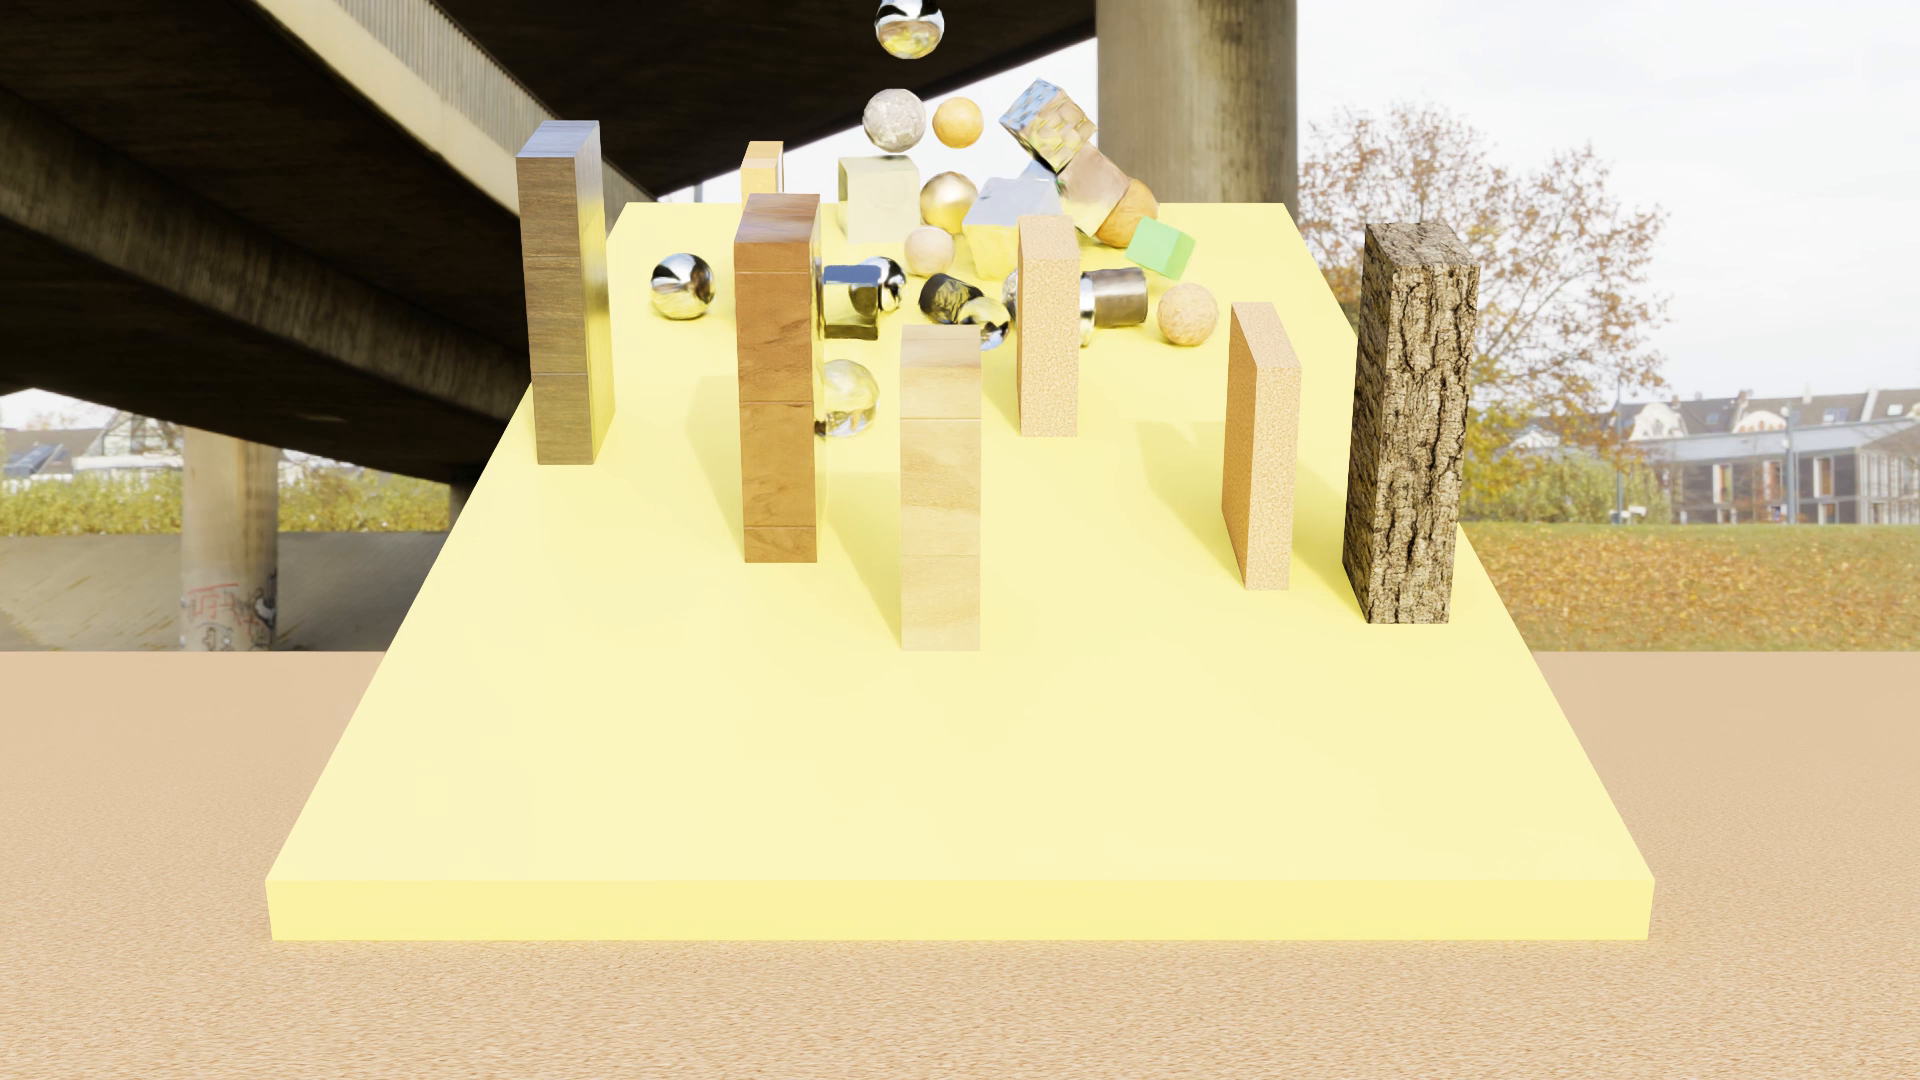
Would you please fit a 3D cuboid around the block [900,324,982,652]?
[{"bbox_3d":[-0.033,-0.093,4.045,0.137,0.521,0.247,0,22,0],"label":"block"}]

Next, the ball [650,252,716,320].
[{"bbox_3d":[-0.705,-0.647,5.859,0.169,0.169,0.169,0,-3,0],"label":"ball"}]

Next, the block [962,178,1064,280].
[{"bbox_3d":[0.152,-0.832,6.172,0.194,0.194,0.194,7,-40,27],"label":"block"}]

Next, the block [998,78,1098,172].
[{"bbox_3d":[0.239,-1.131,6.266,0.163,0.163,0.163,42,1,-30],"label":"block"}]

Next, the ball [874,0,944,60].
[{"bbox_3d":[-0.141,-1.430,6.384,0.191,0.191,0.191,0,-3,0],"label":"ball"}]

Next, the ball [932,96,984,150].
[{"bbox_3d":[-0.005,-1.215,6.707,0.151,0.151,0.151,0,-3,0],"label":"ball"}]

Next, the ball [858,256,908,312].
[{"bbox_3d":[-0.209,-0.657,5.915,0.147,0.147,0.147,0,-3,0],"label":"ball"}]

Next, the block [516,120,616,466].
[{"bbox_3d":[-0.838,-0.532,4.926,0.119,0.662,0.349,0,22,0],"label":"block"}]

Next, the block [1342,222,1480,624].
[{"bbox_3d":[0.806,-0.210,4.147,0.147,0.665,0.285,0,22,0],"label":"block"}]

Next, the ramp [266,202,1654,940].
[{"bbox_3d":[-0.007,-0.222,5.180,2.000,0.100,4.000,0,22,0],"label":"ramp"}]

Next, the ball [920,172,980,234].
[{"bbox_3d":[-0.029,-0.963,6.582,0.179,0.179,0.179,0,-3,0],"label":"ball"}]

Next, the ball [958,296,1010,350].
[{"bbox_3d":[0.056,-0.502,5.341,0.125,0.125,0.125,0,-3,0],"label":"ball"}]

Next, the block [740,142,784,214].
[{"bbox_3d":[-0.481,-0.727,5.680,0.082,0.454,0.288,0,22,0],"label":"block"}]

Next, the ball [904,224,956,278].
[{"bbox_3d":[-0.083,-0.783,6.230,0.141,0.141,0.141,0,-3,0],"label":"ball"}]

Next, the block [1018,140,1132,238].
[{"bbox_3d":[0.315,-0.991,6.380,0.194,0.194,0.194,37,2,-30],"label":"block"}]

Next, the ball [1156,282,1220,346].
[{"bbox_3d":[0.561,-0.555,5.661,0.154,0.154,0.154,0,-3,0],"label":"ball"}]

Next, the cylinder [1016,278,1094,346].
[{"bbox_3d":[0.233,-0.560,5.647,0.167,0.167,0.167,-1,-2,-6],"label":"cylinder"}]

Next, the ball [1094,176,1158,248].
[{"bbox_3d":[0.459,-0.927,6.507,0.200,0.200,0.200,0,-3,0],"label":"ball"}]

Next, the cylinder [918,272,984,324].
[{"bbox_3d":[-0.021,-0.599,5.796,0.117,0.117,0.117,28,15,37],"label":"cylinder"}]

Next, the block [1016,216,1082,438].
[{"bbox_3d":[0.195,-0.484,5.156,0.123,0.403,0.377,0,22,0],"label":"block"}]

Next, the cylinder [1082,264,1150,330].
[{"bbox_3d":[0.387,-0.612,5.802,0.144,0.144,0.144,10,-5,-15],"label":"cylinder"}]

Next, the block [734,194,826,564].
[{"bbox_3d":[-0.342,-0.317,4.450,0.138,0.628,0.373,0,22,0],"label":"block"}]

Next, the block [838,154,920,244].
[{"bbox_3d":[-0.235,-0.983,6.633,0.206,0.206,0.206,-4,23,-10],"label":"block"}]

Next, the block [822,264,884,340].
[{"bbox_3d":[-0.270,-0.594,5.751,0.143,0.143,0.143,1,27,3],"label":"block"}]

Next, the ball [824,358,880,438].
[{"bbox_3d":[-0.259,-0.311,5.037,0.171,0.171,0.171,0,-3,0],"label":"ball"}]

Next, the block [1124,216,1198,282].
[{"bbox_3d":[0.523,-0.759,6.001,0.119,0.119,0.119,27,7,26],"label":"block"}]

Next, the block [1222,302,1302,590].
[{"bbox_3d":[0.571,-0.186,4.388,0.080,0.435,0.415,0,22,0],"label":"block"}]

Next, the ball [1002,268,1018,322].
[{"bbox_3d":[0.184,-0.617,5.803,0.160,0.160,0.160,0,-3,0],"label":"ball"}]

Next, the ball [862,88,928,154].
[{"bbox_3d":[-0.187,-1.204,6.604,0.185,0.185,0.185,0,-3,0],"label":"ball"}]
